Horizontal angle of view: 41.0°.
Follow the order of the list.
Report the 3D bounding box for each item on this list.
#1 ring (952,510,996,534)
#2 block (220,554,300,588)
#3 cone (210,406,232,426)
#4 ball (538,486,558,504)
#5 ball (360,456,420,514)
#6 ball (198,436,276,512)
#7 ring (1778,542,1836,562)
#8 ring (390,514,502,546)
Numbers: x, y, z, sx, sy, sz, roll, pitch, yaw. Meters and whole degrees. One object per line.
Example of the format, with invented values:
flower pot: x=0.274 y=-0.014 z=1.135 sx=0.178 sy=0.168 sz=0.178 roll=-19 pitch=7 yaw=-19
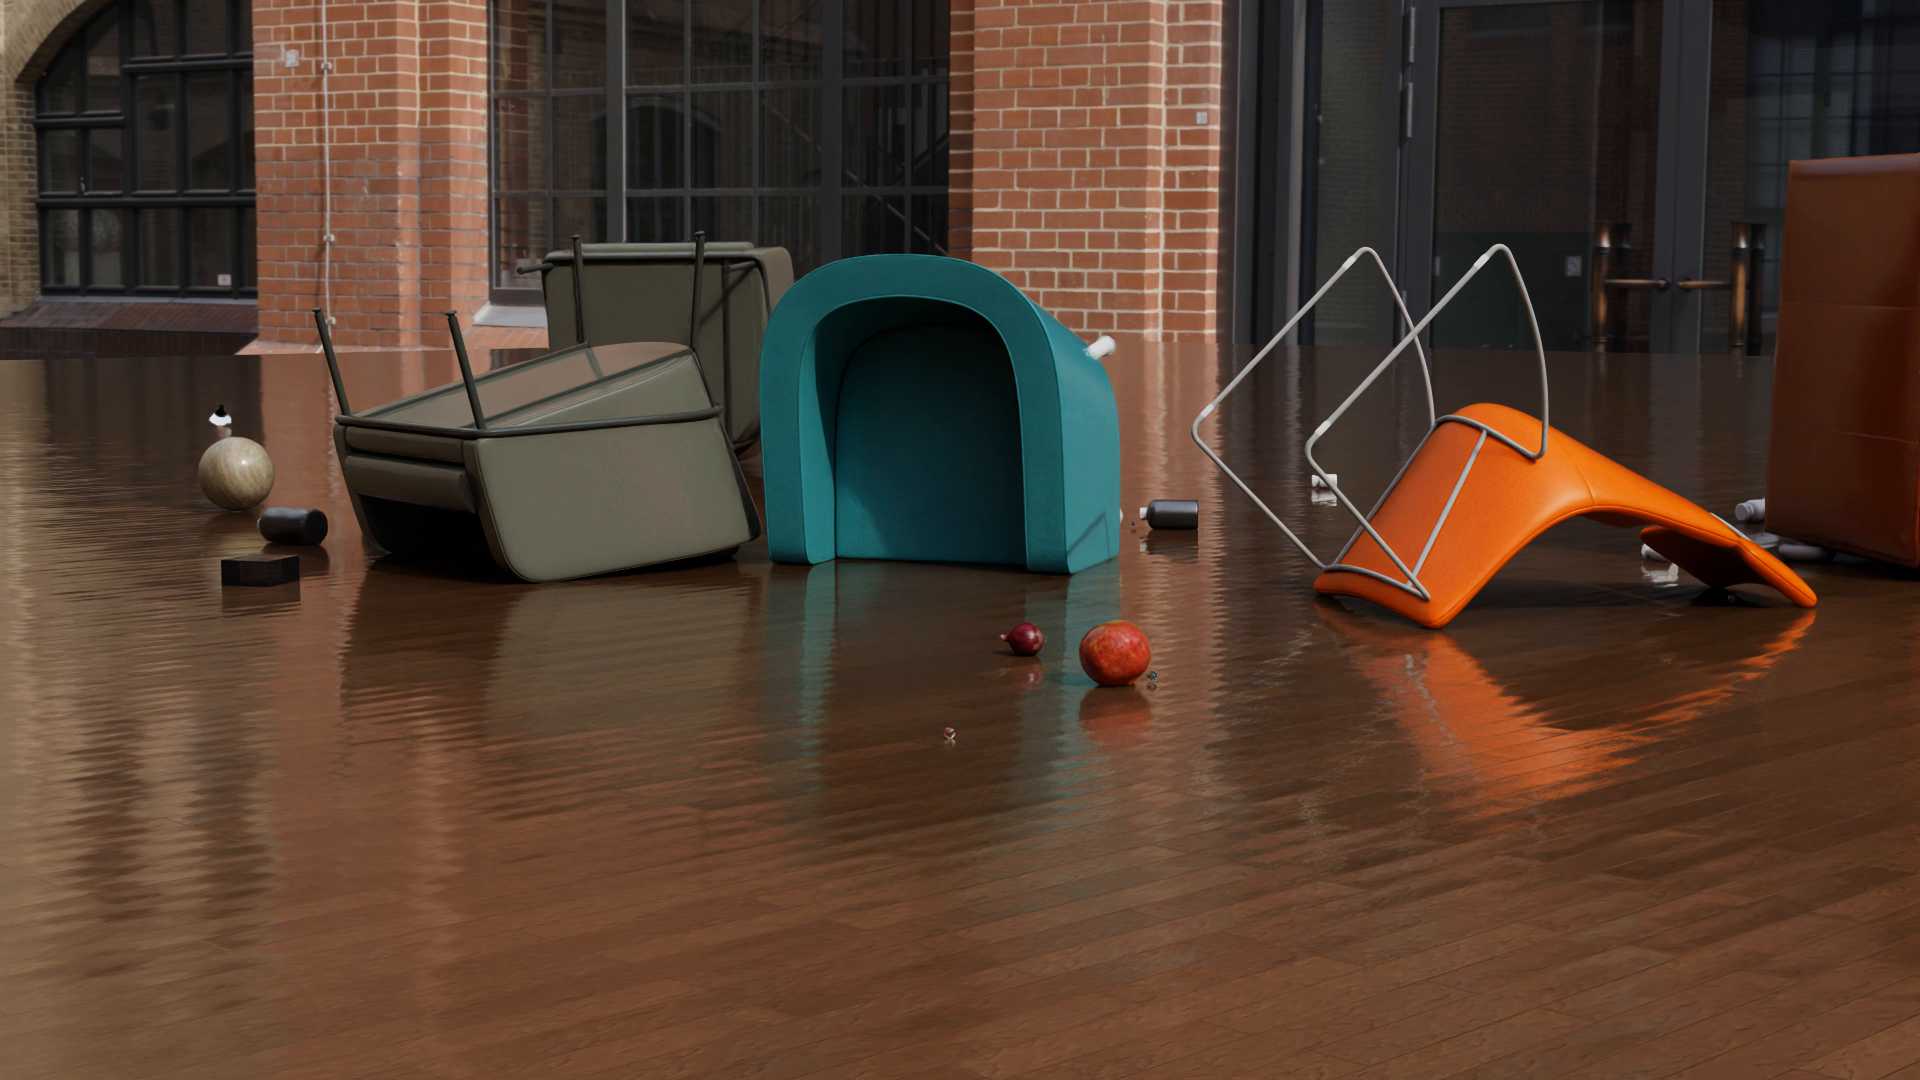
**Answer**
ring: x=0.035 y=-0.048 z=6.640 sx=0.112 sy=0.049 sz=0.196 roll=0 pitch=5 yaw=-12
block: x=-1.503 y=0.065 z=5.513 sx=0.112 sy=0.055 sz=0.128 roll=2 pitch=6 yaw=16
cone: x=-3.250 y=-0.563 z=11.284 sx=0.098 sy=0.098 sz=0.065 roll=-3 pitch=51 yaw=-22
ball: x=-1.187 y=-0.129 z=7.398 sx=0.054 sy=0.054 sz=0.054 roll=0 pitch=6 yaw=0
ball: x=-1.582 y=-0.153 z=7.117 sx=0.160 sy=0.160 sz=0.160 roll=0 pitch=6 yaw=0
ball: x=-2.029 y=-0.185 z=7.195 sx=0.209 sy=0.209 sz=0.209 roll=0 pitch=6 yaw=0
ring: x=1.969 y=0.028 z=5.964 sx=0.150 sy=0.036 sz=0.116 roll=-1 pitch=8 yaw=-32
ring: x=-1.278 y=-0.027 z=6.376 sx=0.275 sy=0.062 sz=0.295 roll=-1 pitch=5 yaw=-18
